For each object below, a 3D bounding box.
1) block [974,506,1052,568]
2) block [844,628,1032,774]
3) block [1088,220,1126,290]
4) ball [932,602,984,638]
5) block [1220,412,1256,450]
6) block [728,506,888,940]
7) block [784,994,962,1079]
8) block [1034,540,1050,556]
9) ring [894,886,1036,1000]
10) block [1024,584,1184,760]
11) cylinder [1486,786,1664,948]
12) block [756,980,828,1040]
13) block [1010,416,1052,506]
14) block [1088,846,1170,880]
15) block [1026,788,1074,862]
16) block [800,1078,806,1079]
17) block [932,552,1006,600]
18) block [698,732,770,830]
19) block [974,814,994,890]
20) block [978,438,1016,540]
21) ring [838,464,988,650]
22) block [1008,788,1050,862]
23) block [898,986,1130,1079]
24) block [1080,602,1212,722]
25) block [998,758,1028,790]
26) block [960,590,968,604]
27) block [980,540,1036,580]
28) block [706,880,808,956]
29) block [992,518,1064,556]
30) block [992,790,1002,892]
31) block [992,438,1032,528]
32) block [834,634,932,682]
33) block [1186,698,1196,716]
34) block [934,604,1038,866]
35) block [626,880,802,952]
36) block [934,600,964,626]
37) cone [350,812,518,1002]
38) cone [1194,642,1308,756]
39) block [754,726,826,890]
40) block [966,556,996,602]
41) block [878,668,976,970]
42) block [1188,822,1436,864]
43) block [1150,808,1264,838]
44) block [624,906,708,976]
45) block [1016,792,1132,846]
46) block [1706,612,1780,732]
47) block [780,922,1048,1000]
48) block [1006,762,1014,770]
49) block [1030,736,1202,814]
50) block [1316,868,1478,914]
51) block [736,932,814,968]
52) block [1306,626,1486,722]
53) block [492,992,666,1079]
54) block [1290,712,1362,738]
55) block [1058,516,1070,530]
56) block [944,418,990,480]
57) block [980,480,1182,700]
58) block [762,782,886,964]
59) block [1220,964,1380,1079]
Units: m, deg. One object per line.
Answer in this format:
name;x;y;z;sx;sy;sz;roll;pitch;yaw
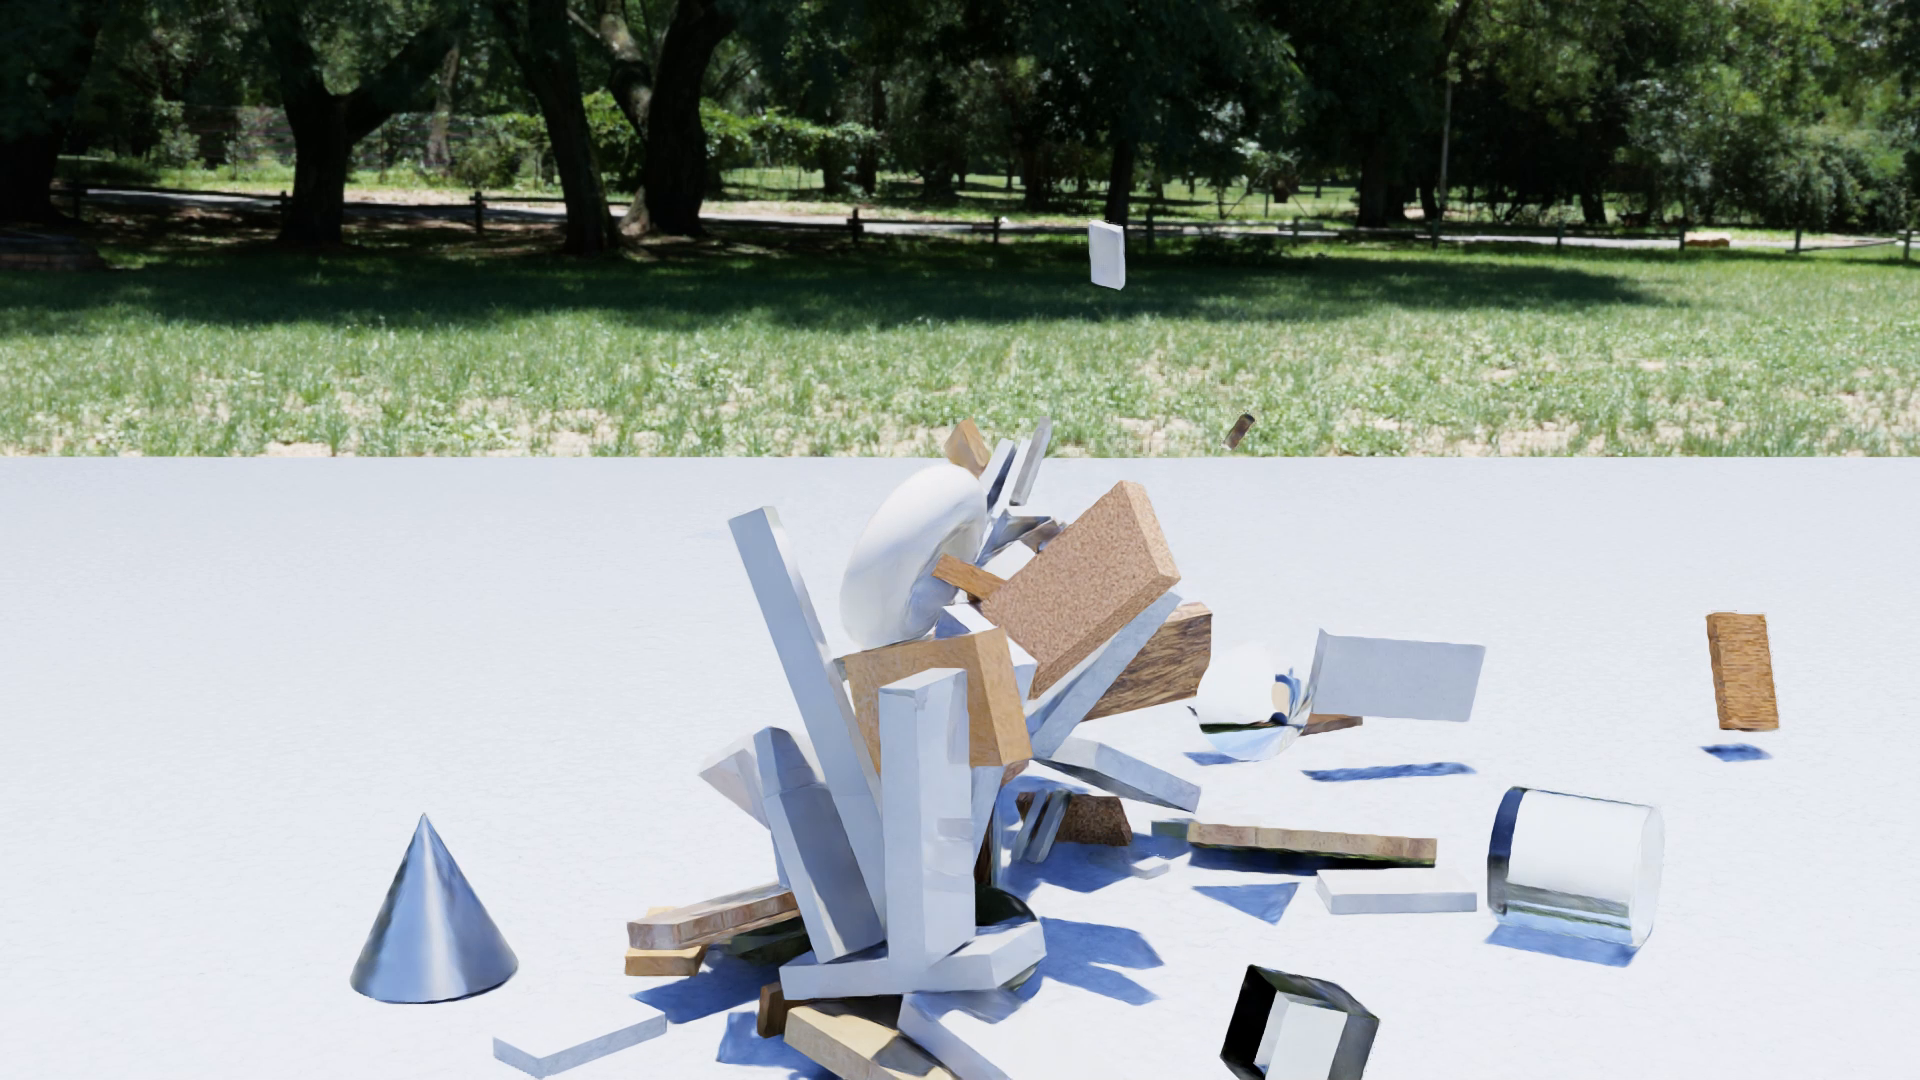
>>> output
block;0.110;0.018;4.946;0.111;0.222;0.031;1;42;-33
block;-0.037;0.231;3.103;0.051;0.179;0.358;-12;0;-33
block;0.326;-0.633;4.881;0.076;0.151;0.021;20;46;29
ball;0.031;0.200;4.038;0.175;0.175;0.175;0;11;0
block;0.592;-0.230;4.688;0.023;0.080;0.160;35;3;2
block;-0.175;0.254;3.014;0.051;0.623;0.179;-21;1;1
block;-0.064;0.686;2.893;0.162;0.046;0.325;-4;17;-44
block;0.156;0.181;3.890;0.166;0.333;0.047;23;23;-1
ring;-0.045;0.603;3.293;0.343;0.114;0.343;-1;10;0
block;0.203;0.163;3.403;0.048;0.336;0.168;30;20;-23
cylinder;0.973;0.514;3.474;0.221;0.221;0.221;6;12;29
block;-0.219;0.653;3.122;0.148;0.074;0.021;-9;25;-39
block;0.164;-0.169;5.100;0.021;0.246;0.076;14;-30;13
block;0.293;0.557;3.798;0.130;0.018;0.065;10;14;42
block;0.156;0.494;3.804;0.018;0.130;0.065;23;3;17
block;-0.183;0.735;2.831;0.074;0.021;0.148;-10;14;-42
block;0.109;0.118;4.130;0.166;0.047;0.333;24;-3;38
block;-0.266;0.387;3.284;0.116;0.232;0.033;-31;26;40
block;-0.006;0.509;3.482;0.113;0.226;0.032;2;20;9
block;0.035;-0.045;5.080;0.033;0.392;0.117;20;-23;16
ring;-0.097;0.042;4.674;0.148;0.443;0.443;30;21;18
block;0.121;0.492;3.810;0.018;0.130;0.065;24;-4;7
block;0.080;0.669;2.828;0.162;0.046;0.325;3;15;-38
block;0.279;0.220;3.847;0.330;0.165;0.047;-11;29;-19
block;0.018;0.371;3.513;0.113;0.032;0.226;4;11;21
block;0.047;0.153;4.934;0.070;0.020;0.140;26;23;-27
block;0.138;0.084;4.651;0.111;0.031;0.237;-37;32;-8
block;-0.291;0.581;3.445;0.273;0.039;0.136;-10;14;-42
block;0.162;0.023;4.884;0.160;0.080;0.023;-29;11;13
block;0.009;0.479;3.643;0.113;0.226;0.032;3;16;14
block;0.128;-0.109;5.128;0.033;0.117;0.233;14;58;13
block;-0.148;0.230;4.280;0.156;0.044;0.311;-15;-2;35
block;0.550;0.287;4.457;0.191;0.027;0.095;-41;9;-8
block;-0.010;0.316;3.209;0.048;0.414;0.168;-5;32;-39
block;-0.311;0.550;3.282;0.350;0.039;0.136;-9;-1;-40
block;0.049;0.241;4.876;0.162;0.046;0.324;11;25;-18
cone;-0.797;0.528;3.302;0.250;0.250;0.250;-1;10;0
cone;0.504;0.283;3.578;0.198;0.198;0.198;-2;10;-10
block;-0.219;0.382;3.092;0.033;0.232;0.116;-33;-34;31
block;0.074;0.144;4.741;0.031;0.111;0.222;26;26;-25
block;-0.041;0.358;2.858;0.051;0.358;0.179;0;5;21
block;0.610;0.525;3.808;0.419;0.034;0.119;2;-12;12
block;0.449;0.517;3.981;0.191;0.027;0.095;3;9;15
block;-0.447;0.622;3.414;0.108;0.030;0.215;0;11;2
block;0.201;0.490;3.870;0.191;0.095;0.027;0;39;28
block;1.596;0.270;4.485;0.119;0.238;0.034;3;-17;-17
block;-0.064;0.574;2.998;0.325;0.046;0.162;-9;2;27
block;0.040;0.308;3.616;0.165;0.047;0.330;7;9;15
block;0.261;0.401;3.818;0.165;0.047;0.330;7;-14;41
block;0.719;0.580;3.633;0.239;0.034;0.119;-1;11;-3
block;-0.261;0.615;3.453;0.215;0.030;0.108;-9;14;-42
block;0.860;0.266;4.343;0.333;0.166;0.047;4;19;-12
block;-0.527;0.688;3.058;0.108;0.030;0.215;10;14;43
block;0.751;0.389;4.687;0.211;0.023;0.080;-6;12;-30
block;0.192;0.021;4.918;0.151;0.076;0.021;-38;32;14
block;0.017;-0.206;5.258;0.033;0.117;0.233;-22;-7;-14
block;0.174;0.078;3.275;0.048;0.168;0.336;12;-42;-41
block;-0.184;0.451;3.000;0.033;0.232;0.116;-27;-11;33
block;0.442;0.653;2.875;0.133;0.133;0.133;15;6;-18
